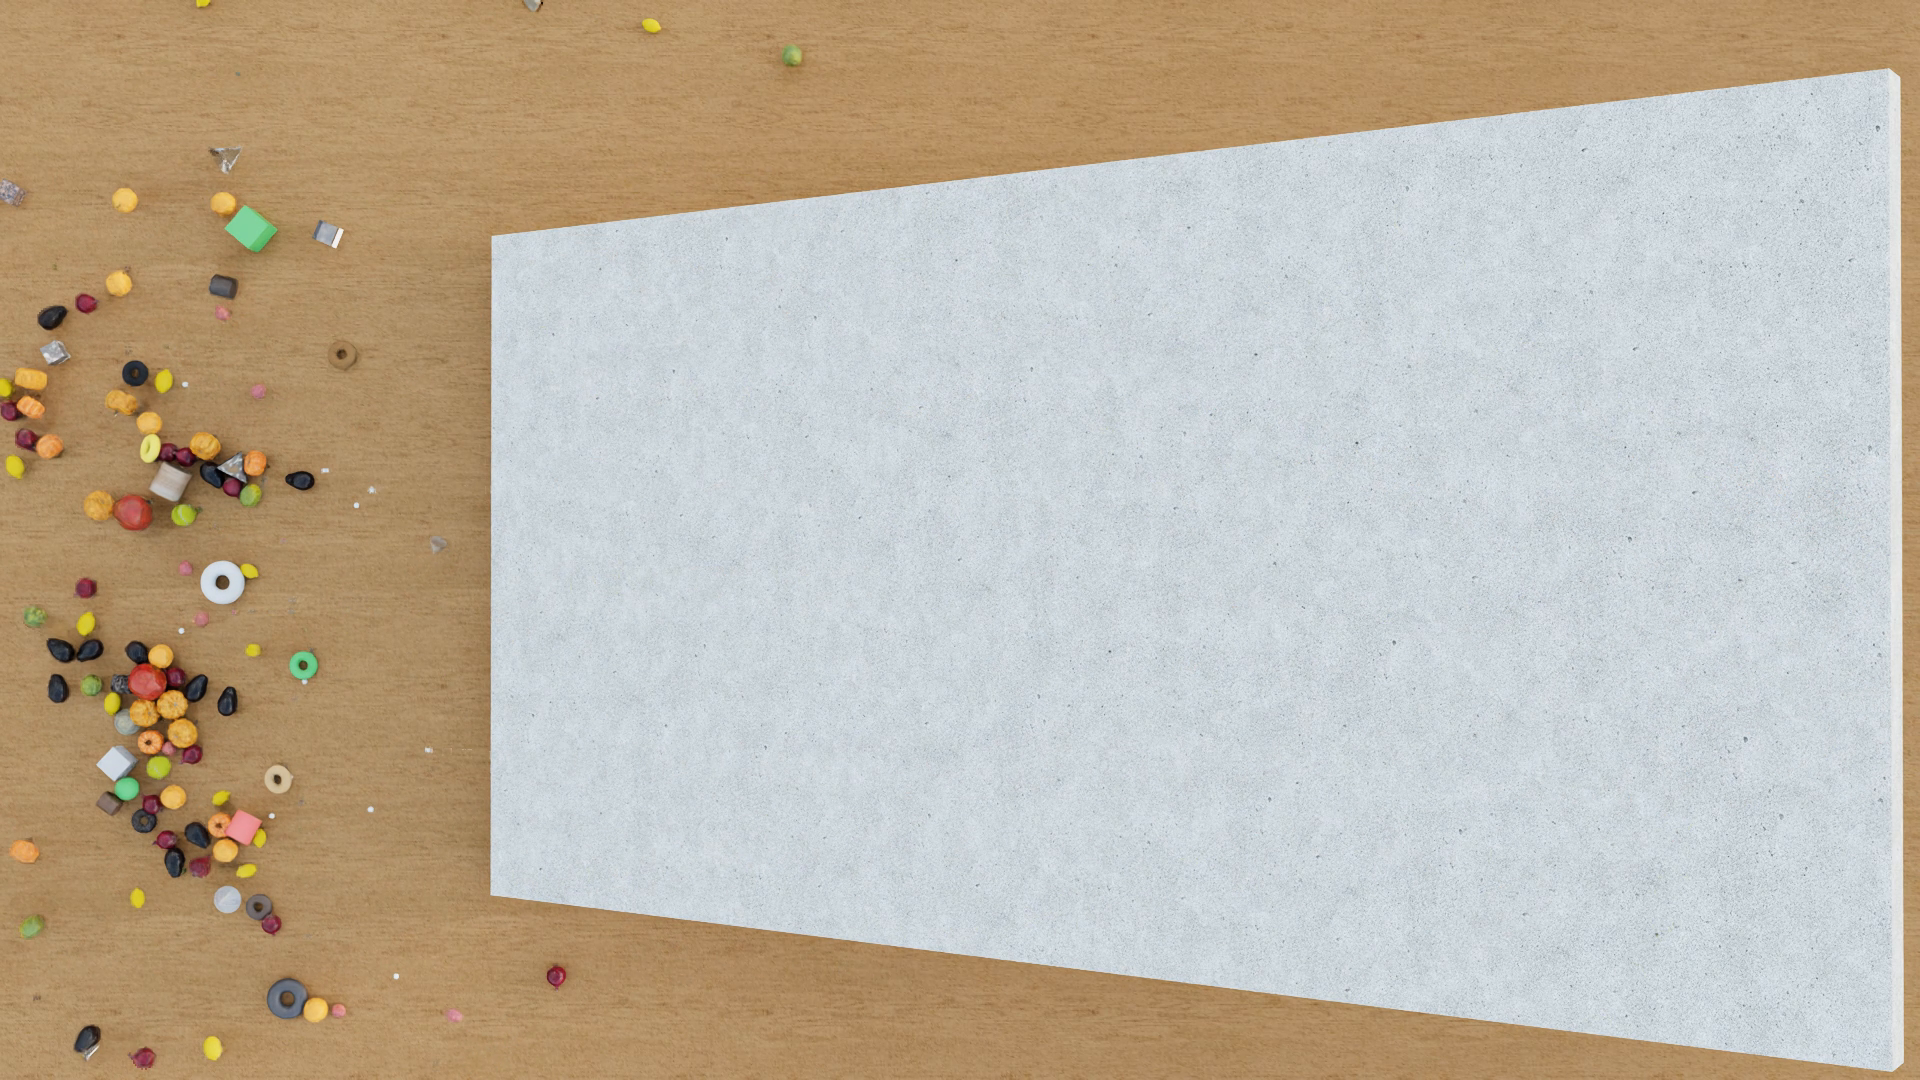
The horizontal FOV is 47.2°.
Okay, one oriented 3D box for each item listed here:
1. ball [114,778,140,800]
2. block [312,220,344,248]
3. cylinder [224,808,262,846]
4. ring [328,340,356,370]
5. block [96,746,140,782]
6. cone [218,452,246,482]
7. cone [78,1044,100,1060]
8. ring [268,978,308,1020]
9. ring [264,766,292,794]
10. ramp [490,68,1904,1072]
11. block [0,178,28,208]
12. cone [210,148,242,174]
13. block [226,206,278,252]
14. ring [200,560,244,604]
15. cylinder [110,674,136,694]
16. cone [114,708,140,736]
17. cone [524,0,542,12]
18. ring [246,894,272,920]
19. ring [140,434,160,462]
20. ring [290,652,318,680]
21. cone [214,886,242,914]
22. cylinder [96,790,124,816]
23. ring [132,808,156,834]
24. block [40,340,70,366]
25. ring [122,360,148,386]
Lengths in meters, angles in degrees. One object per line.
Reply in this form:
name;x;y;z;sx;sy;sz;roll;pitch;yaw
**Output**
ball;-2.545;0.760;6.717;0.070;0.070;0.070;0;90;0
block;-1.936;-0.937;6.735;0.061;0.061;0.061;22;90;0
cylinder;-2.184;0.876;6.700;0.082;0.082;0.082;35;63;0
ring;-1.895;-0.568;6.747;0.089;0.030;0.089;0;90;1
block;-2.571;0.681;6.715;0.074;0.074;0.074;43;90;0
cone;-2.209;-0.209;6.727;0.091;0.091;0.091;-33;105;0
cone;-2.660;1.557;6.732;0.057;0.057;0.057;-26;90;-27
ring;-2.057;1.403;6.726;0.126;0.042;0.126;0;90;-1
ring;-2.087;0.733;6.731;0.089;0.030;0.089;2;96;13
ramp;0.245;0.068;5.570;4.000;0.100;2.000;0;89;35
block;-2.908;-1.064;6.737;0.058;0.058;0.058;33;90;0
cone;-2.236;-1.184;6.748;0.086;0.086;0.086;-41;90;-27
block;-2.165;-0.950;6.718;0.094;0.094;0.094;40;90;0
ring;-2.258;0.130;6.735;0.134;0.045;0.134;0;91;0
cylinder;-2.560;0.441;6.727;0.055;0.055;0.055;6;90;0
cone;-2.556;0.558;6.712;0.082;0.082;0.082;0;90;0
cone;-1.296;-1.669;6.756;0.065;0.065;0.065;-39;90;-27
ring;-2.147;1.125;6.735;0.081;0.027;0.081;0;89;-1
ring;-2.476;-0.280;6.725;0.091;0.030;0.091;-13;71;41
ring;-2.012;0.384;6.740;0.087;0.029;0.087;0;91;0
cone;-2.248;1.103;6.707;0.084;0.084;0.084;0;90;0
cylinder;-2.599;0.806;6.723;0.057;0.057;0.057;35;90;0
ring;-2.501;0.861;6.738;0.077;0.026;0.077;0;89;1
block;-2.770;-0.572;6.735;0.054;0.054;0.054;-29;90;0
ring;-2.531;-0.511;6.748;0.080;0.027;0.080;0;88;1
